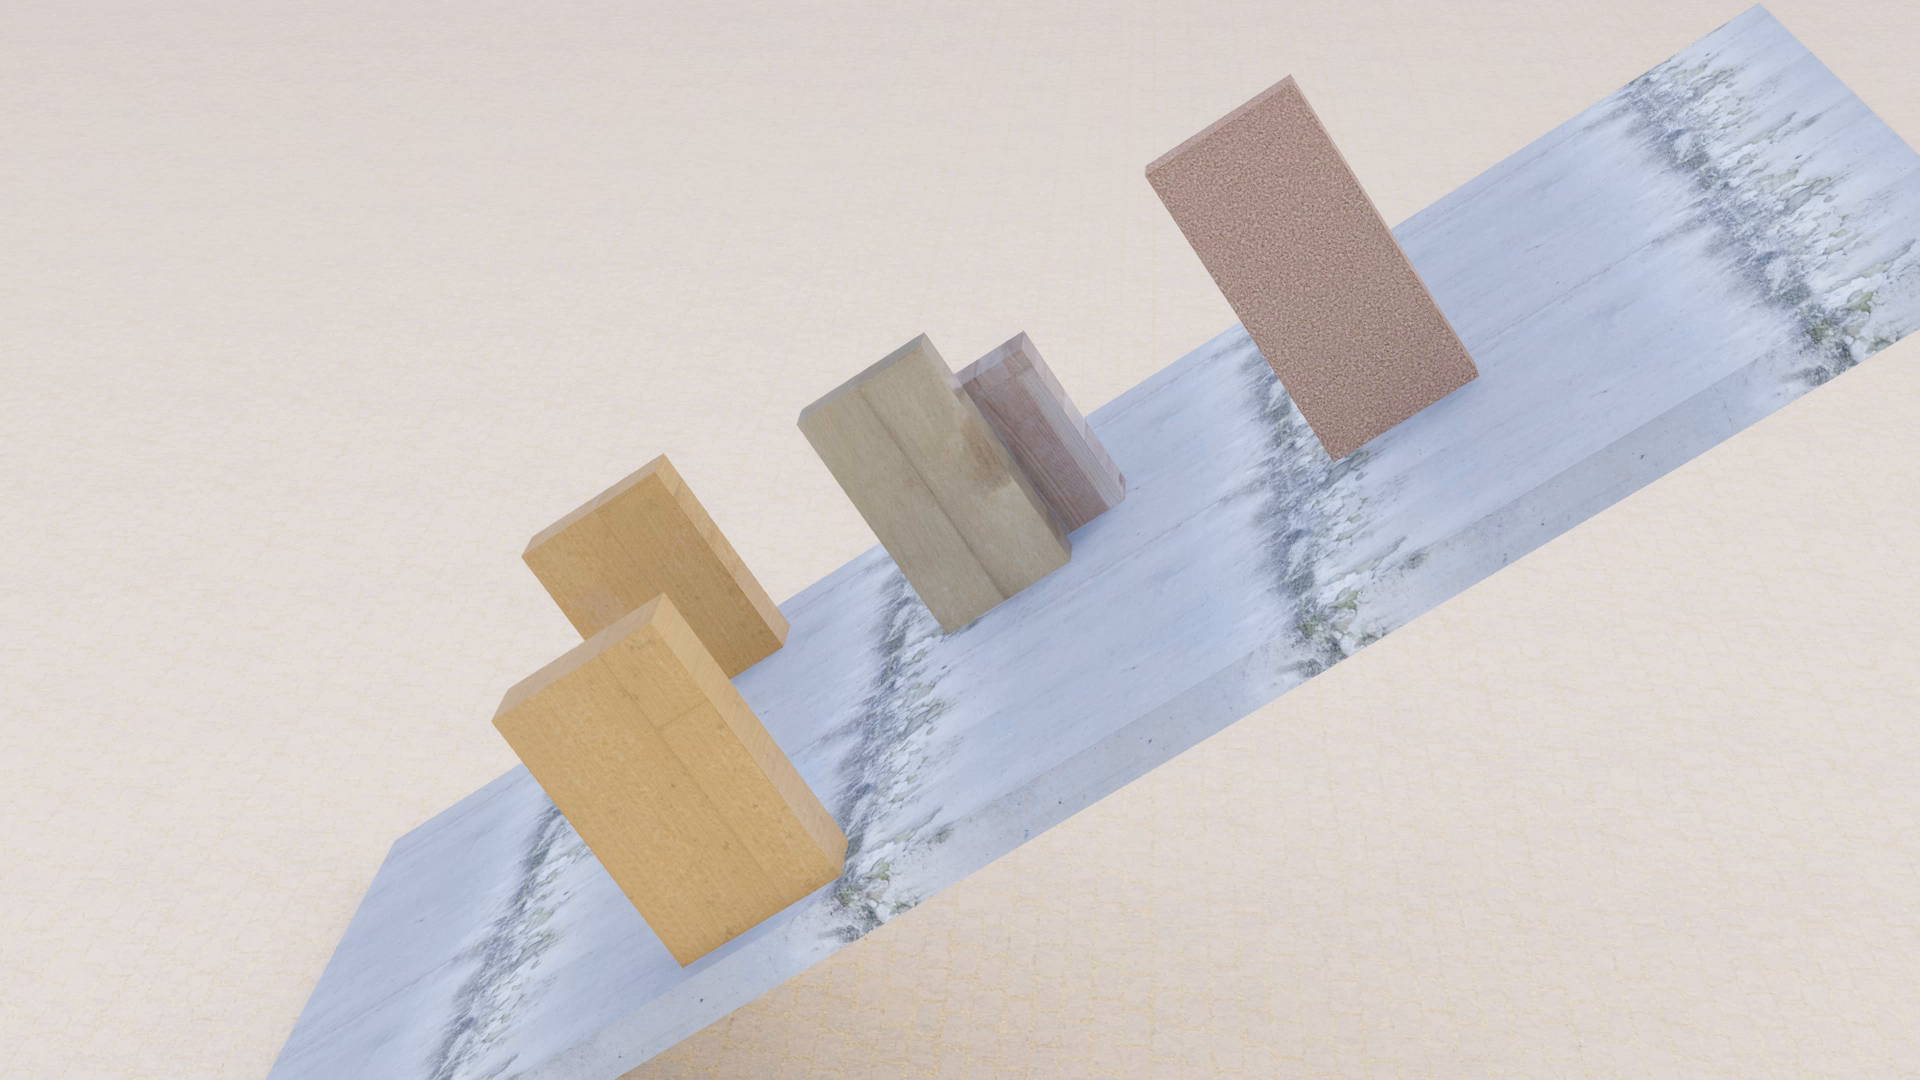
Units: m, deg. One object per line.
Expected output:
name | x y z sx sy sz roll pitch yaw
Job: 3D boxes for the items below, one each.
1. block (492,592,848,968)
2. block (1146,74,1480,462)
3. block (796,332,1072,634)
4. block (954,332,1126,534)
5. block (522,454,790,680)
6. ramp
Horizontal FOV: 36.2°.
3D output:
block | -0.539 0.455 5.532 0.368 0.608 0.149 -31 16 14
block | 0.685 -0.522 5.712 0.330 0.689 0.082 -31 16 14
block | -0.051 -0.117 6.291 0.319 0.571 0.102 -31 16 14
block | 0.090 -0.175 6.474 0.387 0.410 0.137 -31 16 14
block | -0.731 0.124 7.097 0.398 0.529 0.136 -31 16 14
ramp | 0.138 0.172 6.299 4.000 0.100 2.000 -31 16 14
